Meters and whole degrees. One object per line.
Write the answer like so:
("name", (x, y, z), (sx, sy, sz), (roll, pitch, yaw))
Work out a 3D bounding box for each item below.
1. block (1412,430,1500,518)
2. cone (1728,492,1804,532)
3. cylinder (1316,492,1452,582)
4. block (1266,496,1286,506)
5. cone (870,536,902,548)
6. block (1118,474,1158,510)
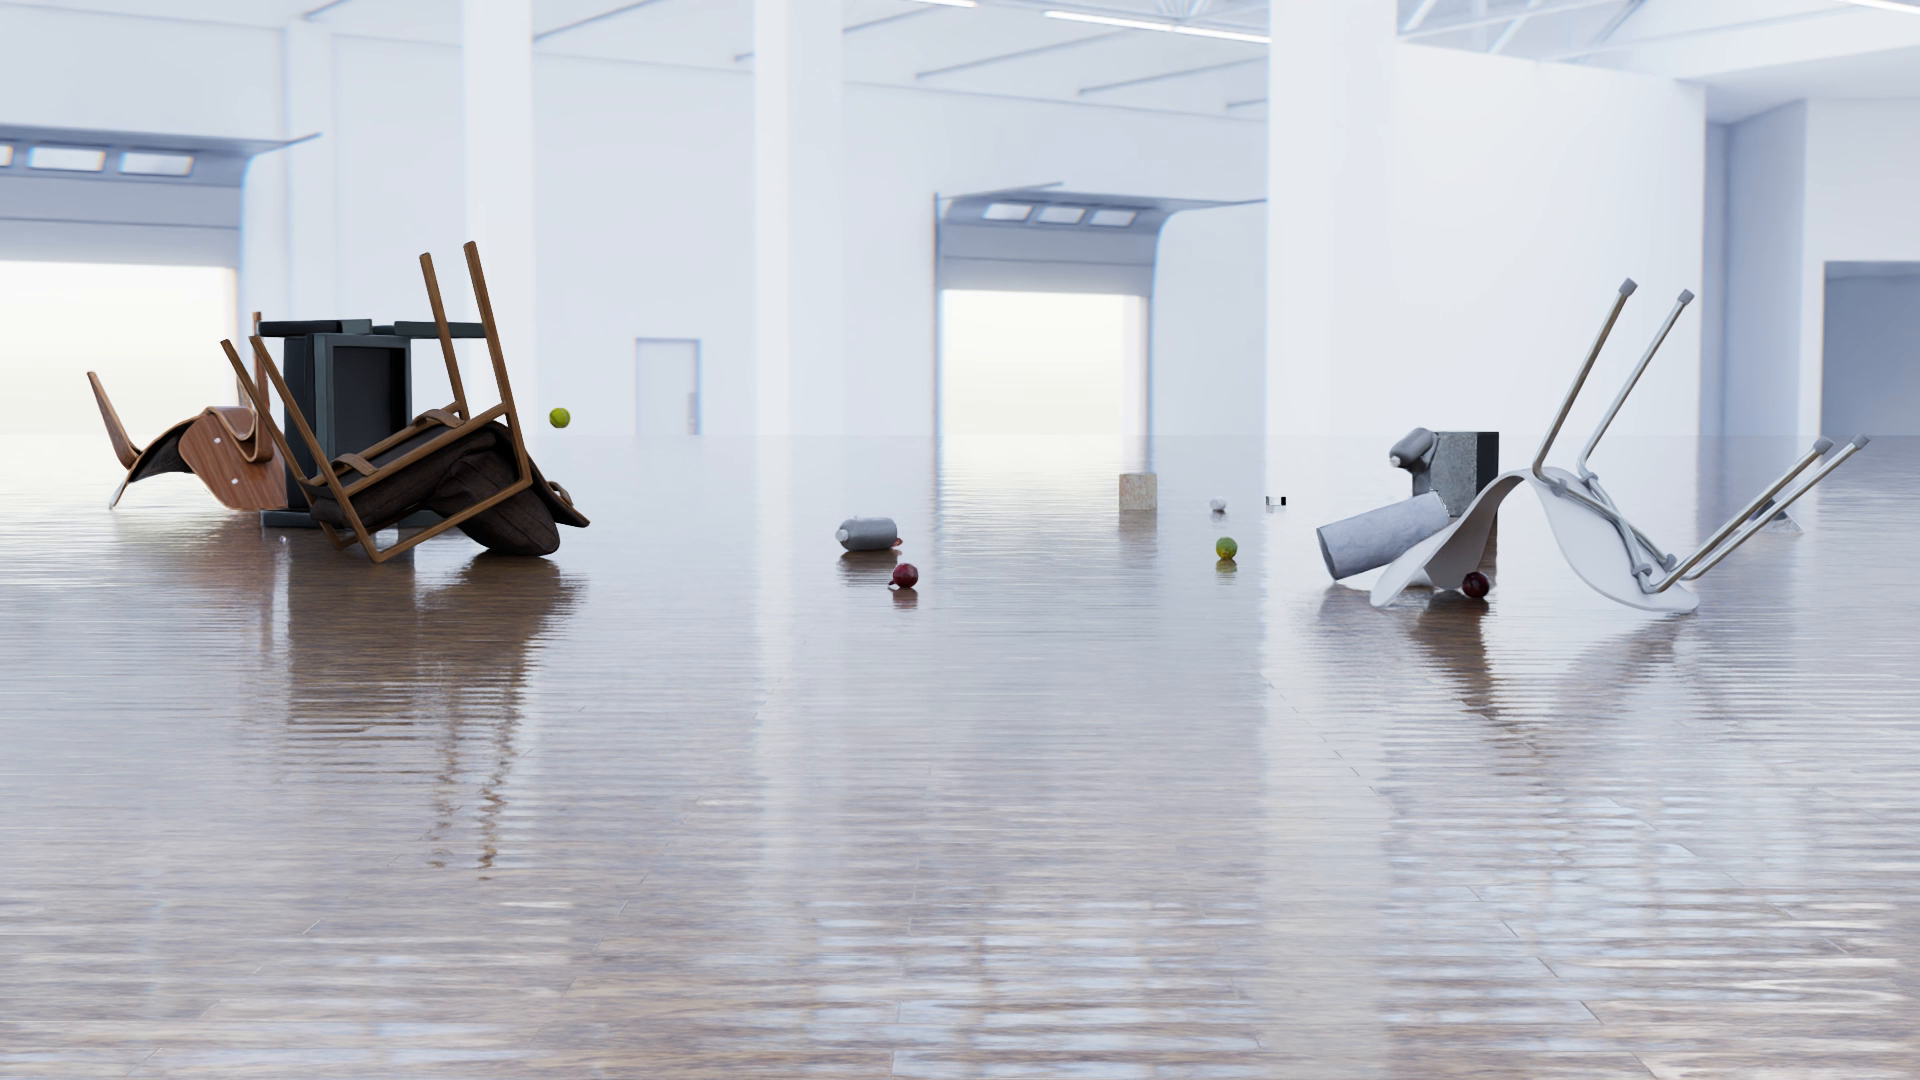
("block", (1.765, -0.239, 7.842), (0.197, 0.300, 0.255), (-1, 4, -18))
("cone", (2.568, -0.093, 7.007), (0.148, 0.123, 0.272), (-3, 5, -36))
("cylinder", (0.990, -0.008, 5.134), (0.282, 0.132, 0.128), (-18, -11, 0))
("block", (1.220, -0.152, 8.497), (0.049, 0.036, 0.080), (-1, 4, -16))
("cone", (-0.210, 0.012, 6.255), (0.094, 0.034, 0.052), (-1, -14, -4))
("block", (0.669, -0.183, 8.257), (0.113, 0.130, 0.092), (3, 5, 34))
